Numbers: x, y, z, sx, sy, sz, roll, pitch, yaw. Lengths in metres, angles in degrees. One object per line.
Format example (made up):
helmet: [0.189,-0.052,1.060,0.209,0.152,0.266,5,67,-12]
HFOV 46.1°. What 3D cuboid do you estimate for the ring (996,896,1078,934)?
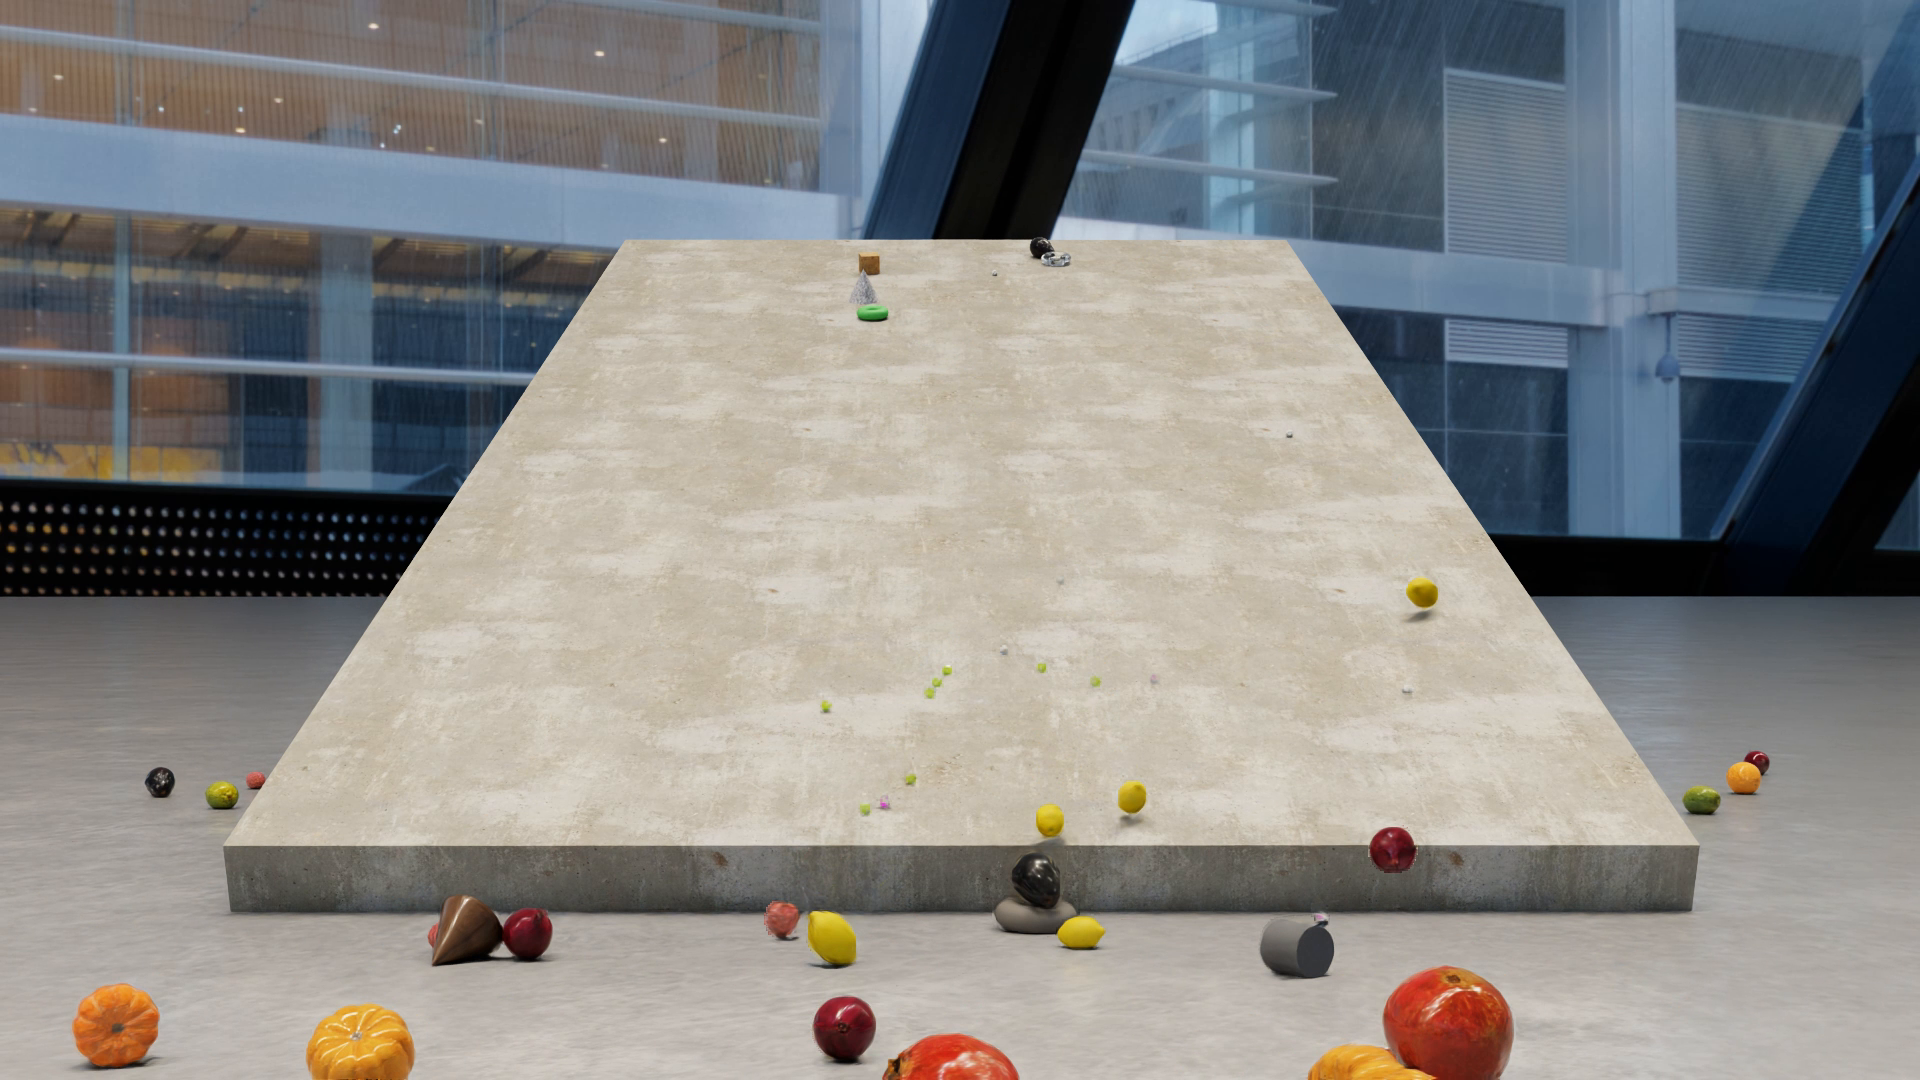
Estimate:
ring: [0.099,0.486,2.926,0.107,0.036,0.107,3,2,0]

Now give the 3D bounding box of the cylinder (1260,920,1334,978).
cylinder: [0.386,0.467,2.581,0.059,0.059,0.059,1,-1,-36]

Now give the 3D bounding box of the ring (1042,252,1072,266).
ring: [0.277,-0.812,6.511,0.088,0.029,0.088,-1,20,0]

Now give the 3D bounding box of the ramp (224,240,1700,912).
ramp: [-0.004,-0.201,4.959,2.000,0.100,4.000,0,19,0]

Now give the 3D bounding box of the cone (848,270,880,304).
cone: [-0.259,-0.685,6.058,0.088,0.088,0.088,0,19,0]

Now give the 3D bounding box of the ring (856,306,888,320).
ring: [-0.228,-0.592,5.884,0.083,0.028,0.083,-1,20,0]

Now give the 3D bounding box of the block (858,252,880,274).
block: [-0.257,-0.784,6.394,0.052,0.052,0.052,-3,20,-10]
